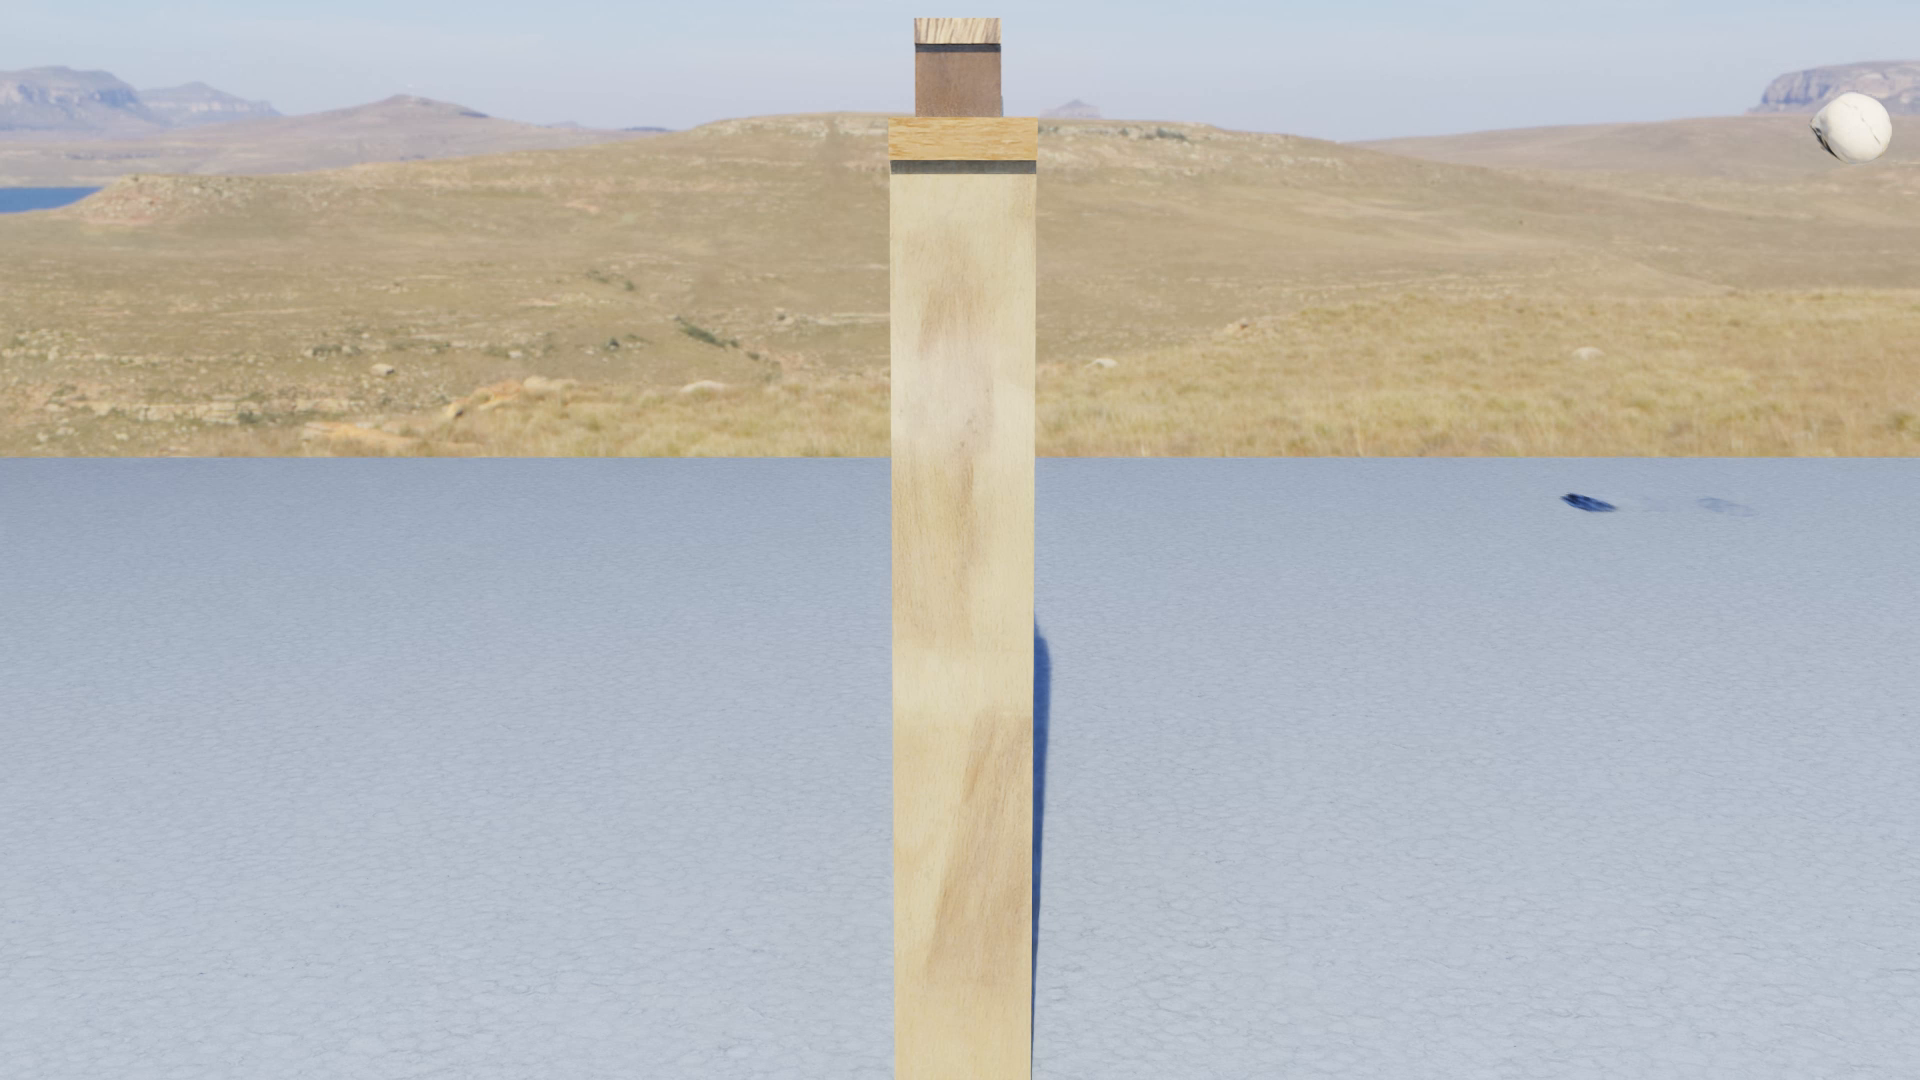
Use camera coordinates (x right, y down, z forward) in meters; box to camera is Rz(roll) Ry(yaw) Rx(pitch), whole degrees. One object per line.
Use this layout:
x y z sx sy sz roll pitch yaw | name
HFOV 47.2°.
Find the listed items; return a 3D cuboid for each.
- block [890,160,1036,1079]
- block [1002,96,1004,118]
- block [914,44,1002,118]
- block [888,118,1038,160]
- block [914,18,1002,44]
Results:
0.004 0.132 2.805 0.178 1.216 0.050 0 11 0 | block
0.004 -0.754 3.843 0.138 0.039 0.276 0 11 0 | block
-0.003 -0.391 3.055 0.117 0.581 0.033 0 11 0 | block
0.004 -0.513 2.806 0.178 0.050 0.356 0 11 0 | block
-0.004 -0.707 3.076 0.117 0.033 0.235 0 11 0 | block
